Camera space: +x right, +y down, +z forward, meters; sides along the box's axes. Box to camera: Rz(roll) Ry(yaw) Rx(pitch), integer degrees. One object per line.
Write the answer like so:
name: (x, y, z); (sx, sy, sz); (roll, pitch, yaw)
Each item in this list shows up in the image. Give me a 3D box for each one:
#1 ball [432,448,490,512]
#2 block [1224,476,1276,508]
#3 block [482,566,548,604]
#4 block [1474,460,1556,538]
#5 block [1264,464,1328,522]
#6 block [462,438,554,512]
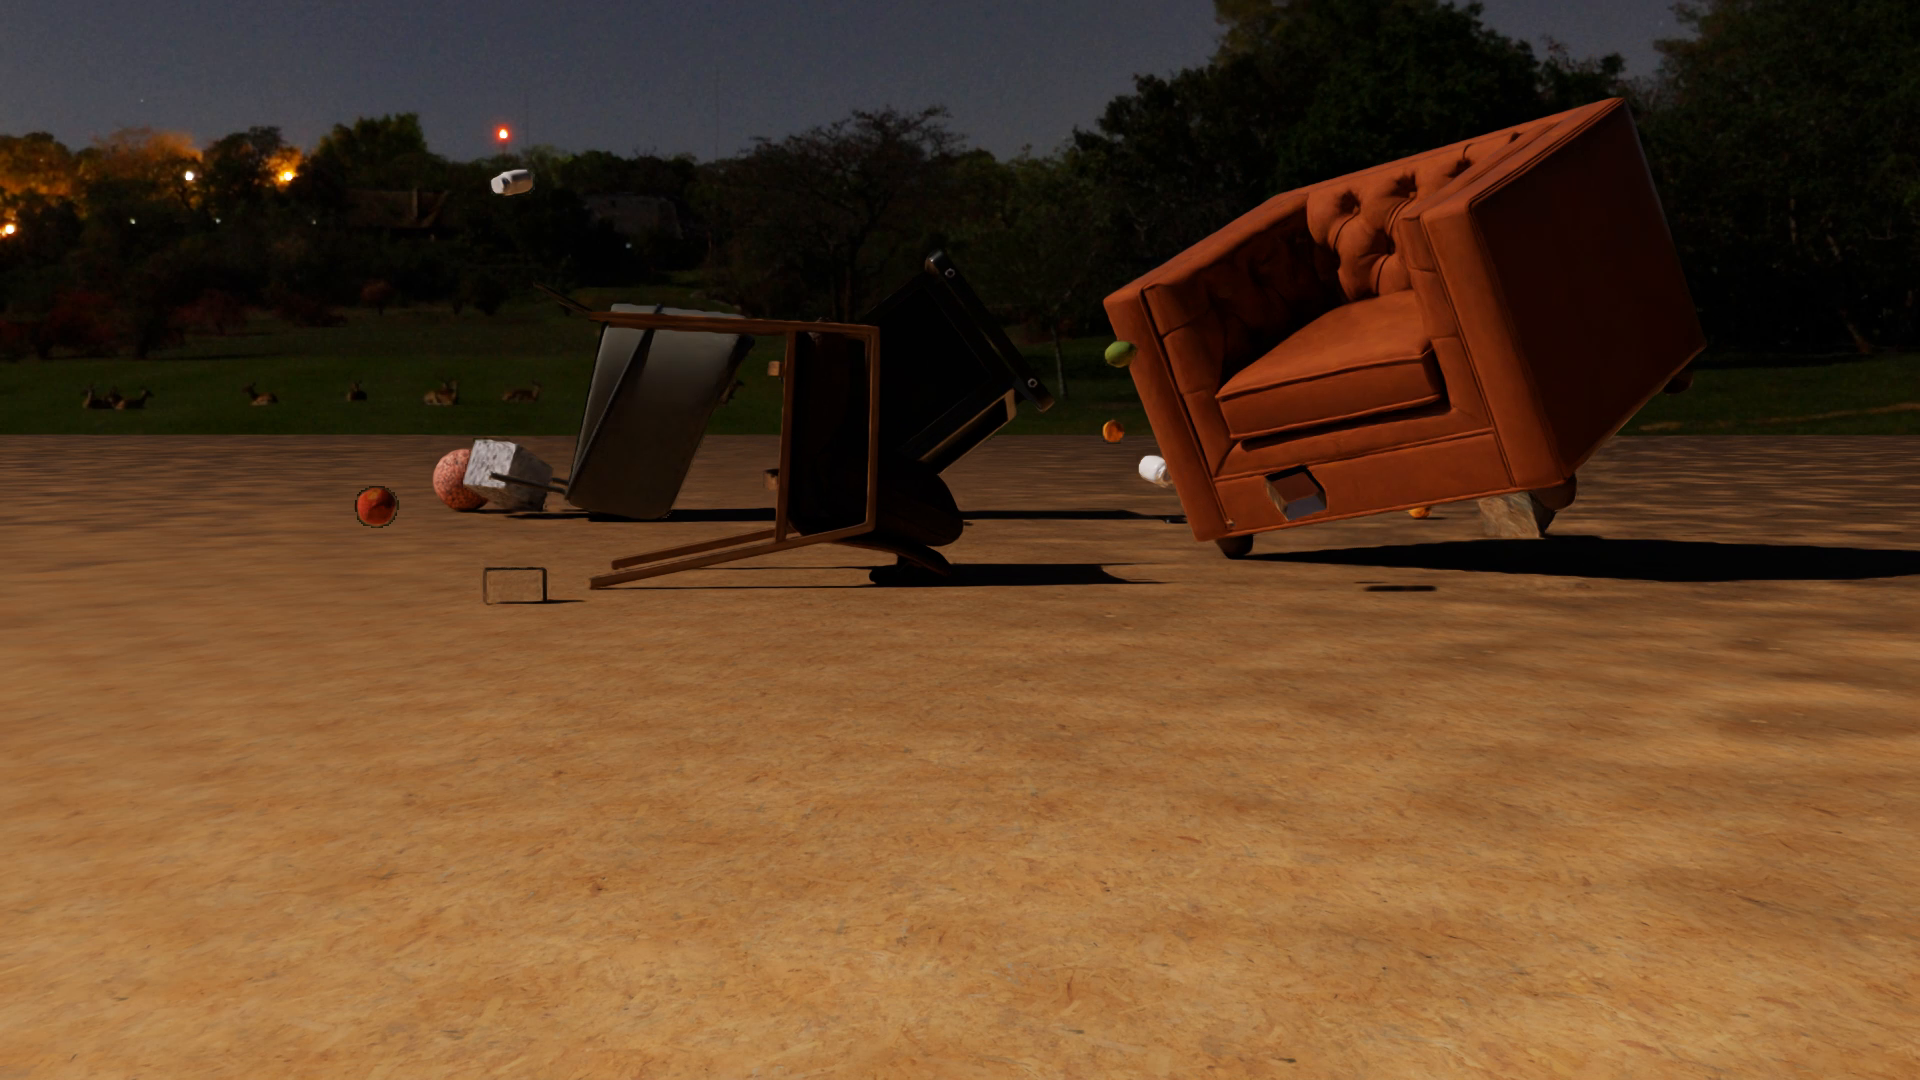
ball: (-1.816, -0.220, 8.069); (0.230, 0.230, 0.230); (0, 4, 0)
block: (1.110, -0.182, 8.362); (0.197, 0.114, 0.161); (0, 4, 1)
block: (-0.937, 0.096, 4.630); (0.124, 0.071, 0.058); (-2, 4, -21)
block: (1.681, -0.123, 6.662); (0.174, 0.191, 0.130); (5, 40, 38)
block: (0.747, -0.106, 4.894); (0.093, 0.051, 0.120); (-17, 34, -8)
block: (-1.584, -0.224, 7.722); (0.172, 0.168, 0.252); (7, -16, 23)
